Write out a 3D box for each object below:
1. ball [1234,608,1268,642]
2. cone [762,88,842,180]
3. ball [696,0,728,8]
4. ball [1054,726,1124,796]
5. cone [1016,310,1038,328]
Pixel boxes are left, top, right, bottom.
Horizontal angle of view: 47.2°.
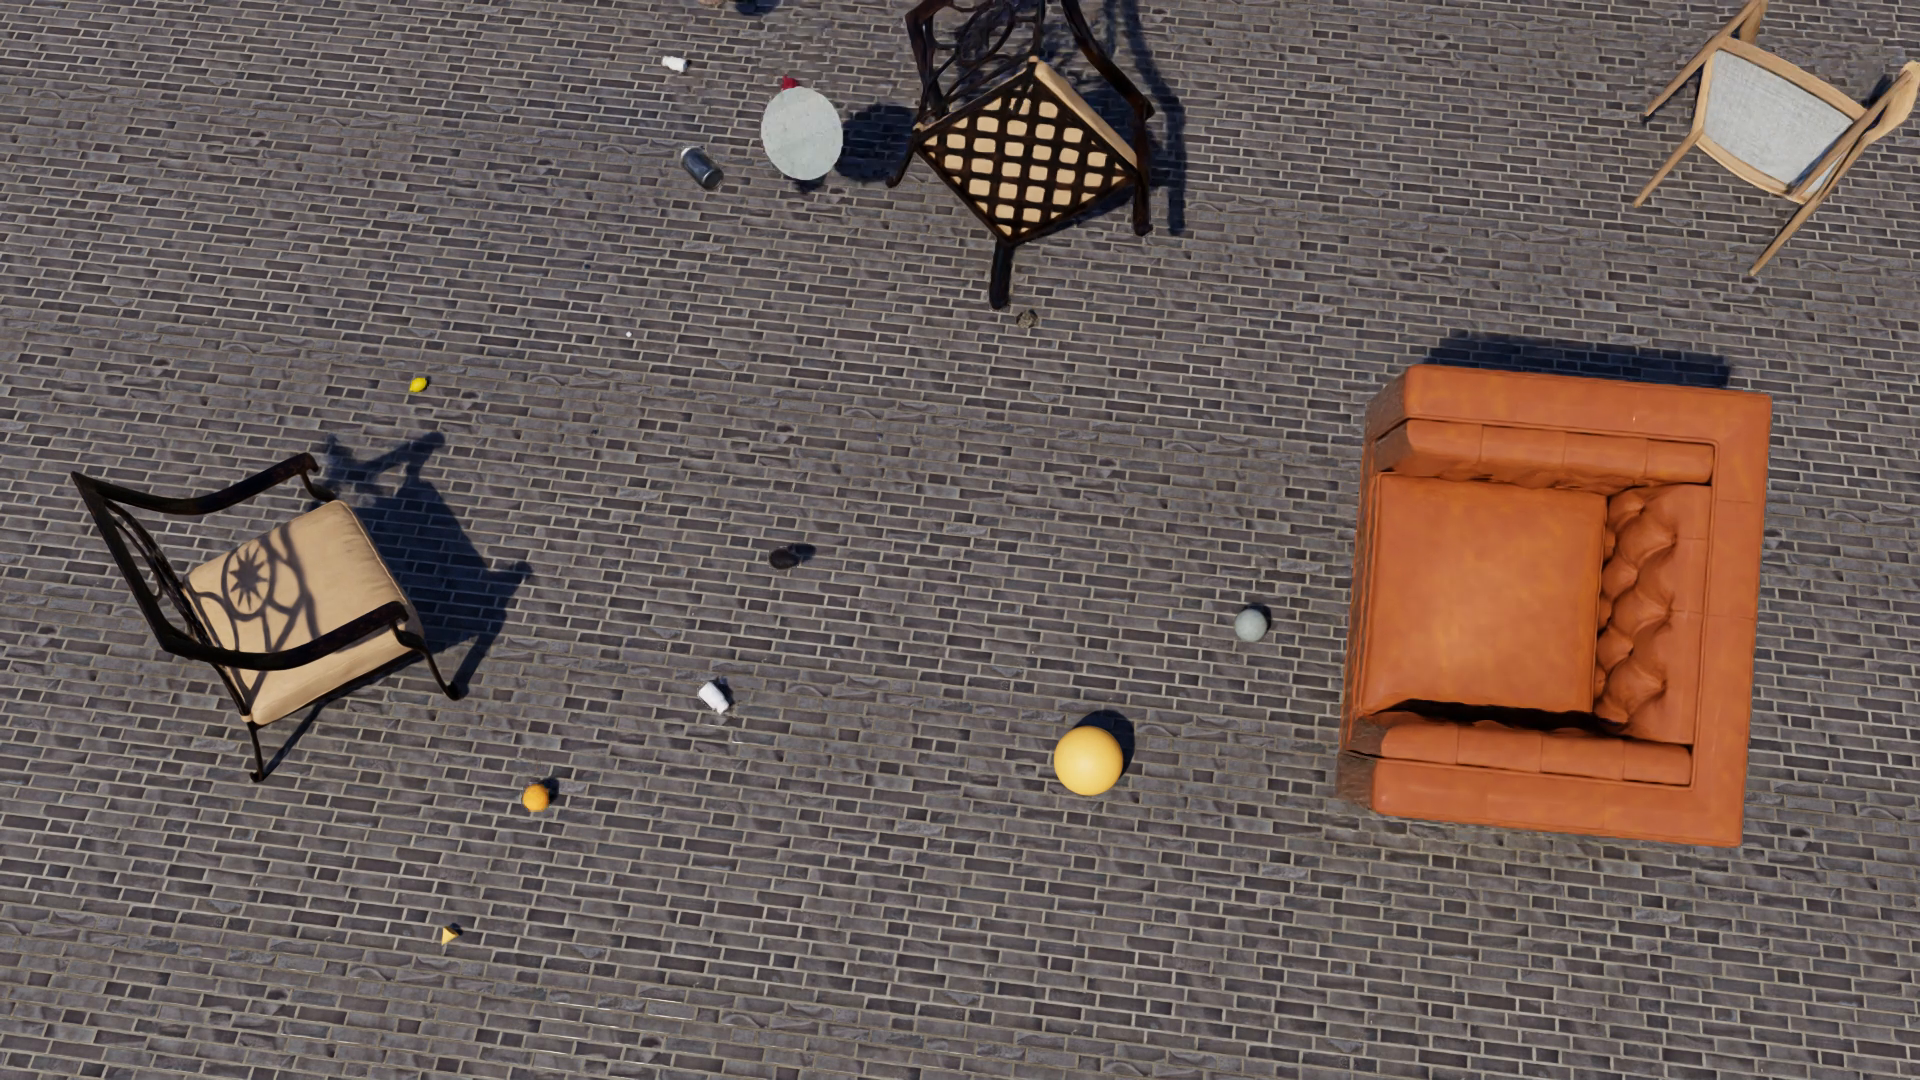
[{"bbox_3d":[0.840,0.246,6.351,0.097,0.097,0.097,0,56,0],"label":"ball"},{"bbox_3d":[-0.458,-1.274,6.846,0.285,0.284,0.145,-6,14,27],"label":"cone"},{"bbox_3d":[-0.844,-1.889,7.465,0.157,0.157,0.157,0,56,0],"label":"ball"},{"bbox_3d":[0.354,0.607,6.051,0.193,0.193,0.193,0,56,0],"label":"ball"},{"bbox_3d":[0.215,-0.720,7.027,0.067,0.050,0.076,30,61,18],"label":"cone"}]
